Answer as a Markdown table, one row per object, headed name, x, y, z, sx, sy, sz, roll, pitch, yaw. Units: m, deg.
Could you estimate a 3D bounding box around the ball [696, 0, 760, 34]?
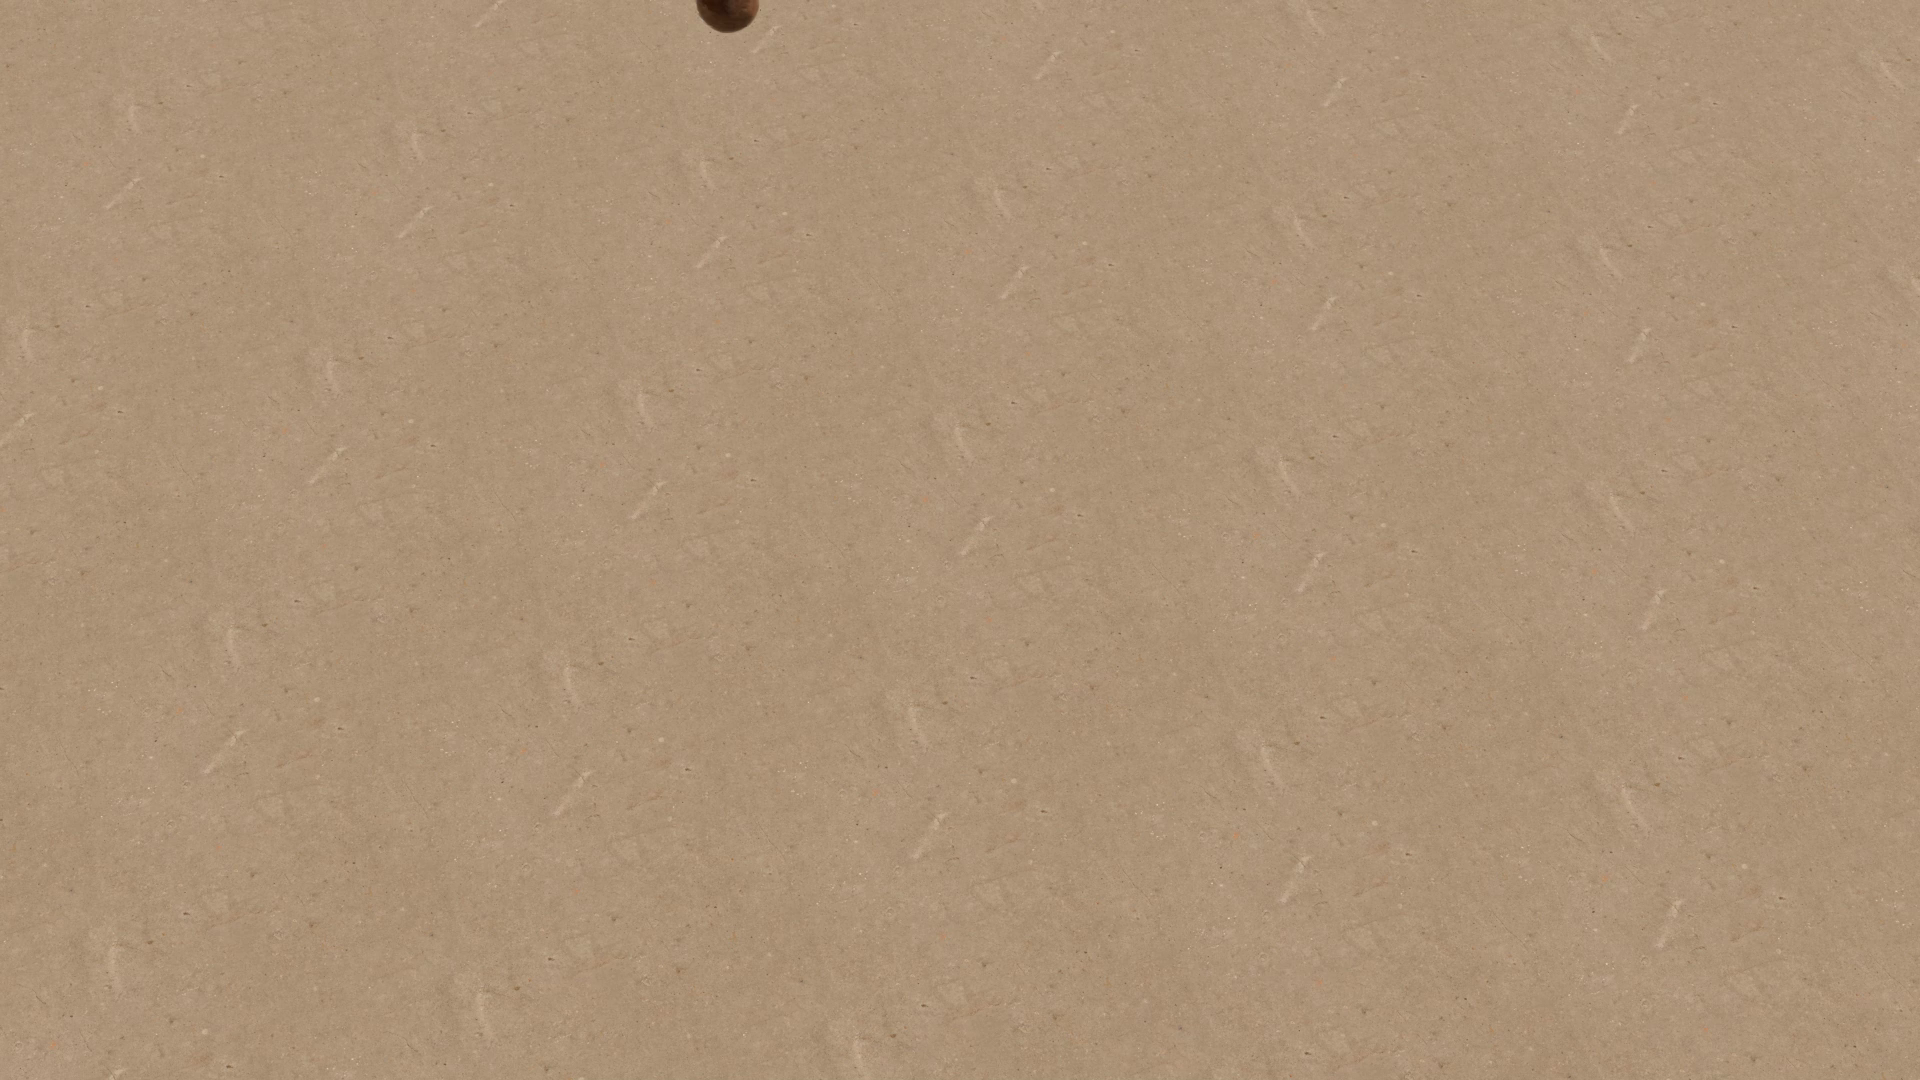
| name | x | y | z | sx | sy | sz | roll | pitch | yaw |
| --- | --- | --- | --- | --- | --- | --- | --- | --- | --- |
| ball | -0.469 | -1.090 | 4.440 | 0.128 | 0.128 | 0.128 | 0 | 56 | 0 |
